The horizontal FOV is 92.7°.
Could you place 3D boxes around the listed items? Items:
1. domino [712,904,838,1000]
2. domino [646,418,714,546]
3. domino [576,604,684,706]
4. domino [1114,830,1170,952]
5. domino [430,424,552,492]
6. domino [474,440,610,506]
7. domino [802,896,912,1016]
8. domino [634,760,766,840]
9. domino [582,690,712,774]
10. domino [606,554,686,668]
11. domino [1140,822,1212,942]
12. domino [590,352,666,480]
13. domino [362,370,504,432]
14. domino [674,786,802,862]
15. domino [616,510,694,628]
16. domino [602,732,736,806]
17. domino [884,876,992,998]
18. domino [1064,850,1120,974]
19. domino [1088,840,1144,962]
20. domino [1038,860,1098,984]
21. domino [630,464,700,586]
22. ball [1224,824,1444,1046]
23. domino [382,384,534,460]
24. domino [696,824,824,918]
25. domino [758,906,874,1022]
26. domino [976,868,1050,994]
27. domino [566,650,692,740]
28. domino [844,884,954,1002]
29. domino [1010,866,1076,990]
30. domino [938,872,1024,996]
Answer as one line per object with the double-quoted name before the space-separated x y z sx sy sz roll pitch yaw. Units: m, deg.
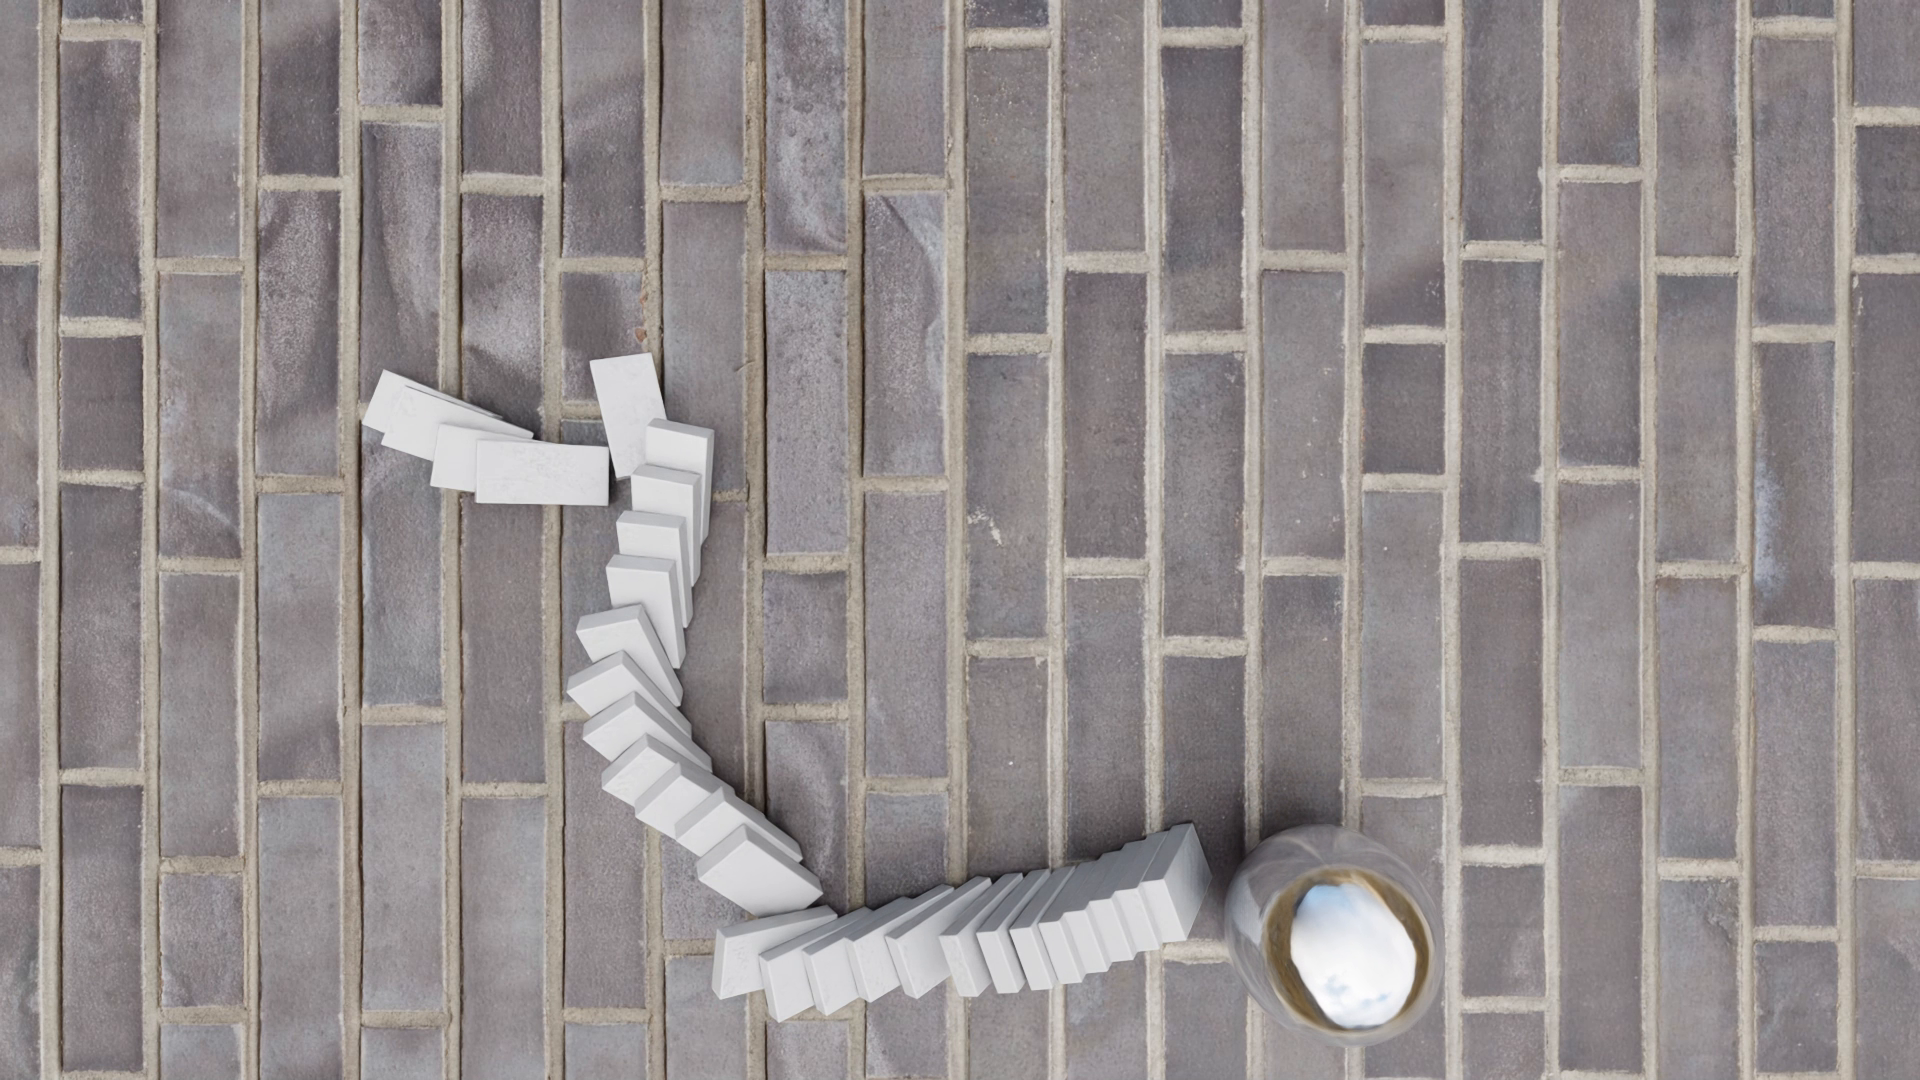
"domino" -0.076 0.170 0.381 0.050 0.009 0.025 4 93 -37
"domino" -0.118 -0.024 0.384 0.025 0.009 0.050 12 119 -1
"domino" -0.137 0.051 0.382 0.025 0.009 0.050 -12 126 0
"domino" 0.079 0.143 0.376 0.010 0.050 0.025 -20 90 28
"domino" -0.191 -0.031 0.382 0.050 0.009 0.025 9 90 -33
"domino" -0.174 -0.028 0.382 0.050 0.009 0.025 0 93 -33
"domino" -0.039 0.172 0.382 0.050 0.010 0.025 -16 92 -35
"domino" -0.107 0.115 0.382 0.025 0.010 0.050 -42 124 2
"domino" -0.129 0.087 0.382 0.025 0.010 0.050 -33 124 2
"domino" -0.130 0.030 0.383 0.025 0.010 0.050 5 123 0
"domino" 0.090 0.139 0.376 0.010 0.050 0.025 -20 90 28
"domino" -0.139 -0.053 0.391 0.025 0.010 0.050 -13 90 -21
"domino" -0.227 -0.052 0.395 0.050 0.010 0.025 22 90 0
"domino" -0.092 0.126 0.382 0.025 0.010 0.050 -39 123 0
"domino" -0.127 0.013 0.383 0.025 0.009 0.050 6 122 0
"domino" -0.120 0.103 0.382 0.025 0.010 0.050 -42 124 2
"domino" -0.005 0.164 0.381 0.050 0.009 0.025 -20 91 -36
"domino" 0.059 0.151 0.376 0.009 0.050 0.025 -20 90 28
"domino" 0.069 0.147 0.376 0.010 0.050 0.025 -20 90 28
"domino" 0.050 0.155 0.376 0.010 0.050 0.025 -20 90 28
"domino" -0.122 -0.006 0.383 0.025 0.009 0.050 10 122 0
"ball" 0.145 0.153 0.360 0.080 0.080 0.080 0 90 0
"domino" -0.209 -0.043 0.382 0.050 0.010 0.025 22 90 -34
"domino" -0.083 0.141 0.382 0.025 0.010 0.050 -39 124 0
"domino" -0.057 0.176 0.381 0.050 0.010 0.025 -12 93 -35
"domino" 0.026 0.159 0.376 0.010 0.050 0.025 -20 90 31
"domino" -0.137 0.070 0.382 0.025 0.010 0.050 -27 125 1
"domino" -0.022 0.167 0.382 0.050 0.009 0.025 -16 90 -35
"domino" 0.039 0.158 0.376 0.010 0.050 0.025 -20 90 29
"domino" 0.013 0.161 0.377 0.010 0.050 0.025 -19 90 36
